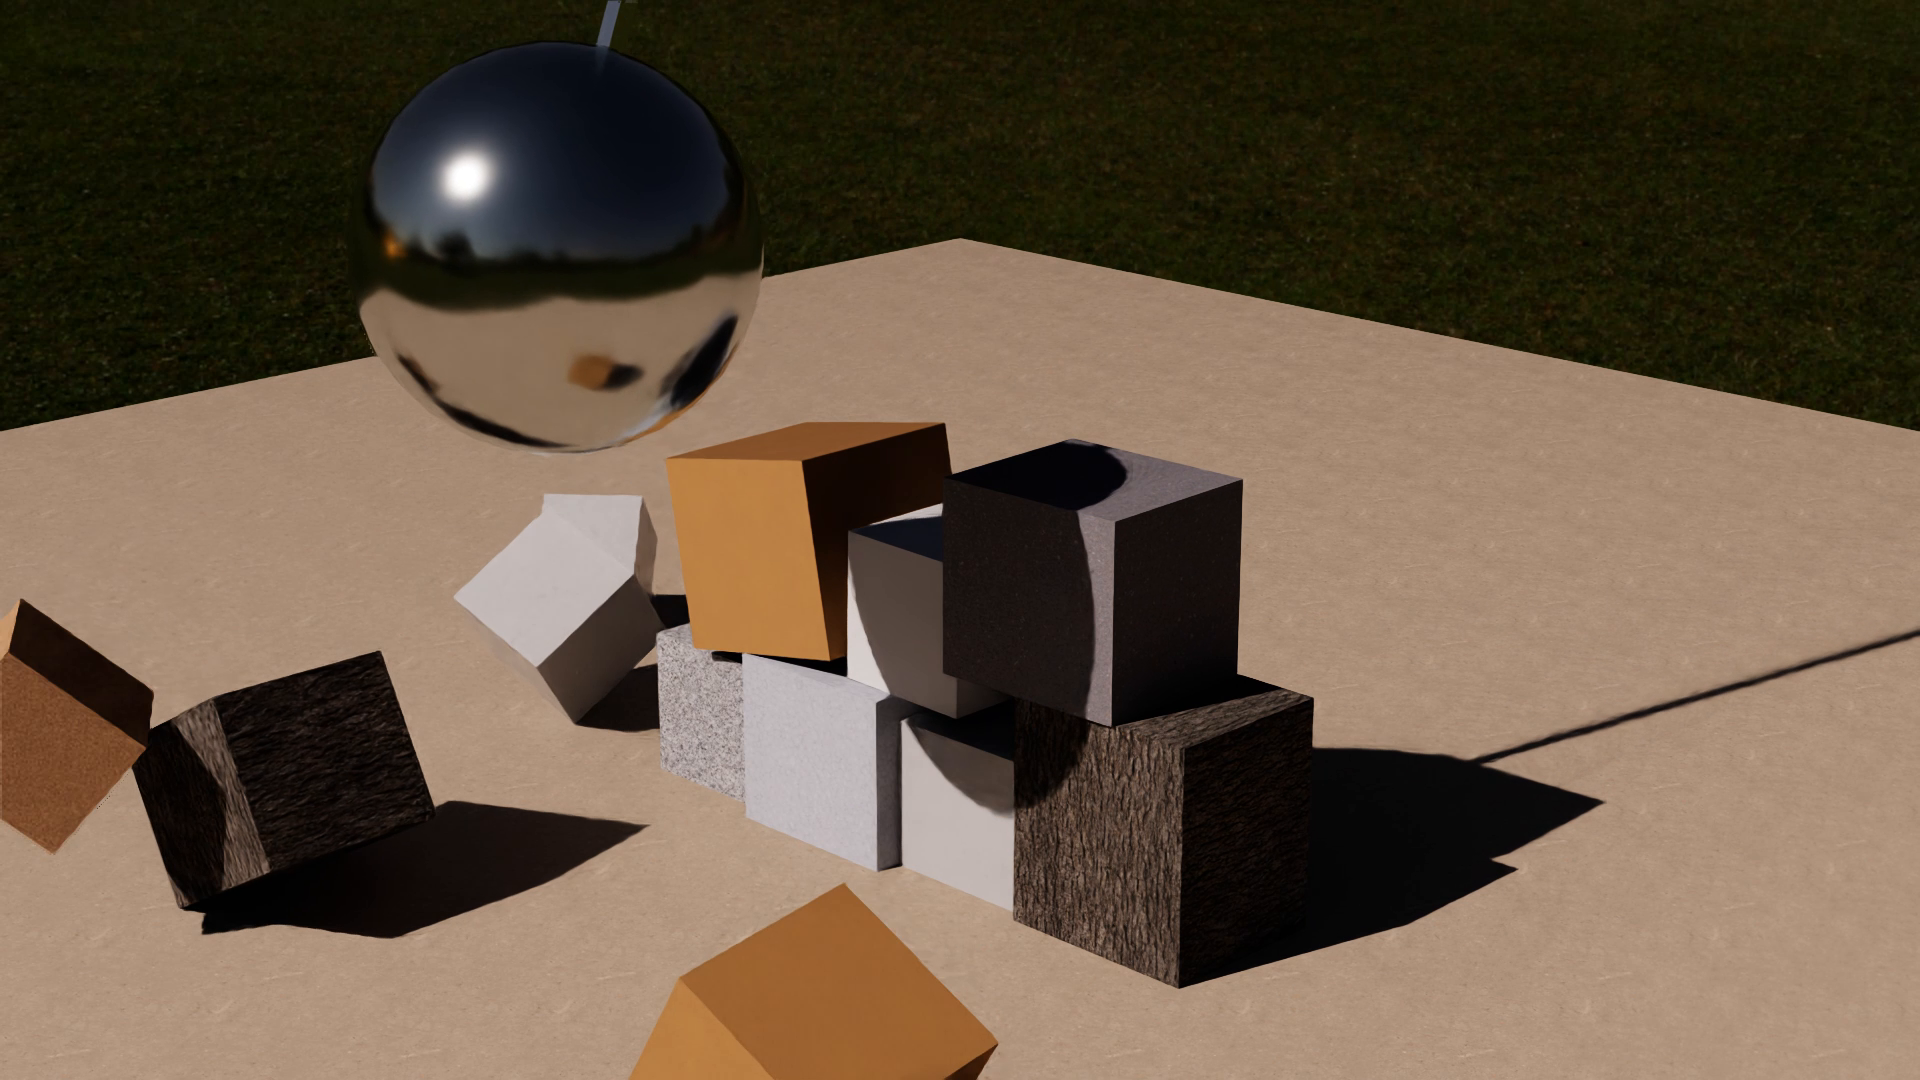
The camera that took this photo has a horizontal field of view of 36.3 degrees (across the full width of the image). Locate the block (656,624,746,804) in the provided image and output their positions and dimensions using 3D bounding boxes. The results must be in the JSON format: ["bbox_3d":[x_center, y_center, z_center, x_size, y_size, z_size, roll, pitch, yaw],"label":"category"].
[{"bbox_3d":[-0.959,0.802,14.589,0.762,0.721,0.764,-17,24,-42],"label":"block"}]

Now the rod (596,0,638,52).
[{"bbox_3d":[-0.676,-4.406,11.249,0.080,5.200,0.080,17,2,42],"label":"rod"}]

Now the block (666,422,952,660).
[{"bbox_3d":[-0.676,-0.017,14.019,0.978,0.935,0.924,3,14,45],"label":"block"}]

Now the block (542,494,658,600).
[{"bbox_3d":[-2.056,0.132,16.568,0.556,0.588,0.563,1,-25,4],"label":"block"}]

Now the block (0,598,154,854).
[{"bbox_3d":[-3.934,0.788,12.501,0.700,0.617,0.622,40,7,-22],"label":"block"}]

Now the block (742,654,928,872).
[{"bbox_3d":[-0.355,0.929,14.001,0.918,0.833,0.988,17,24,42],"label":"block"}]

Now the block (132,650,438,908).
[{"bbox_3d":[-3.032,1.069,13.065,0.850,0.782,0.922,-16,-5,-42],"label":"block"}]

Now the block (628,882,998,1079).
[{"bbox_3d":[-0.549,1.900,10.381,0.816,0.781,0.844,44,41,20],"label":"block"}]

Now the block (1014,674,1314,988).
[{"bbox_3d":[0.878,1.181,12.785,0.965,1.081,0.851,17,24,42],"label":"block"}]

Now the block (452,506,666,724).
[{"bbox_3d":[-2.075,0.393,15.286,0.685,0.613,0.691,36,72,30],"label":"block"}]

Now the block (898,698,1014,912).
[{"bbox_3d":[0.248,1.168,13.429,0.709,0.718,0.786,-17,24,-42],"label":"block"}]

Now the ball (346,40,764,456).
[{"bbox_3d":[-1.560,-1.125,11.354,1.600,1.600,1.600,0,17,0],"label":"ball"}]

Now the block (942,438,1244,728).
[{"bbox_3d":[0.570,0.162,12.729,0.964,0.897,0.857,16,23,40],"label":"block"}]

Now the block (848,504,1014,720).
[{"bbox_3d":[0.014,0.292,13.451,0.702,0.713,0.793,18,25,41],"label":"block"}]
